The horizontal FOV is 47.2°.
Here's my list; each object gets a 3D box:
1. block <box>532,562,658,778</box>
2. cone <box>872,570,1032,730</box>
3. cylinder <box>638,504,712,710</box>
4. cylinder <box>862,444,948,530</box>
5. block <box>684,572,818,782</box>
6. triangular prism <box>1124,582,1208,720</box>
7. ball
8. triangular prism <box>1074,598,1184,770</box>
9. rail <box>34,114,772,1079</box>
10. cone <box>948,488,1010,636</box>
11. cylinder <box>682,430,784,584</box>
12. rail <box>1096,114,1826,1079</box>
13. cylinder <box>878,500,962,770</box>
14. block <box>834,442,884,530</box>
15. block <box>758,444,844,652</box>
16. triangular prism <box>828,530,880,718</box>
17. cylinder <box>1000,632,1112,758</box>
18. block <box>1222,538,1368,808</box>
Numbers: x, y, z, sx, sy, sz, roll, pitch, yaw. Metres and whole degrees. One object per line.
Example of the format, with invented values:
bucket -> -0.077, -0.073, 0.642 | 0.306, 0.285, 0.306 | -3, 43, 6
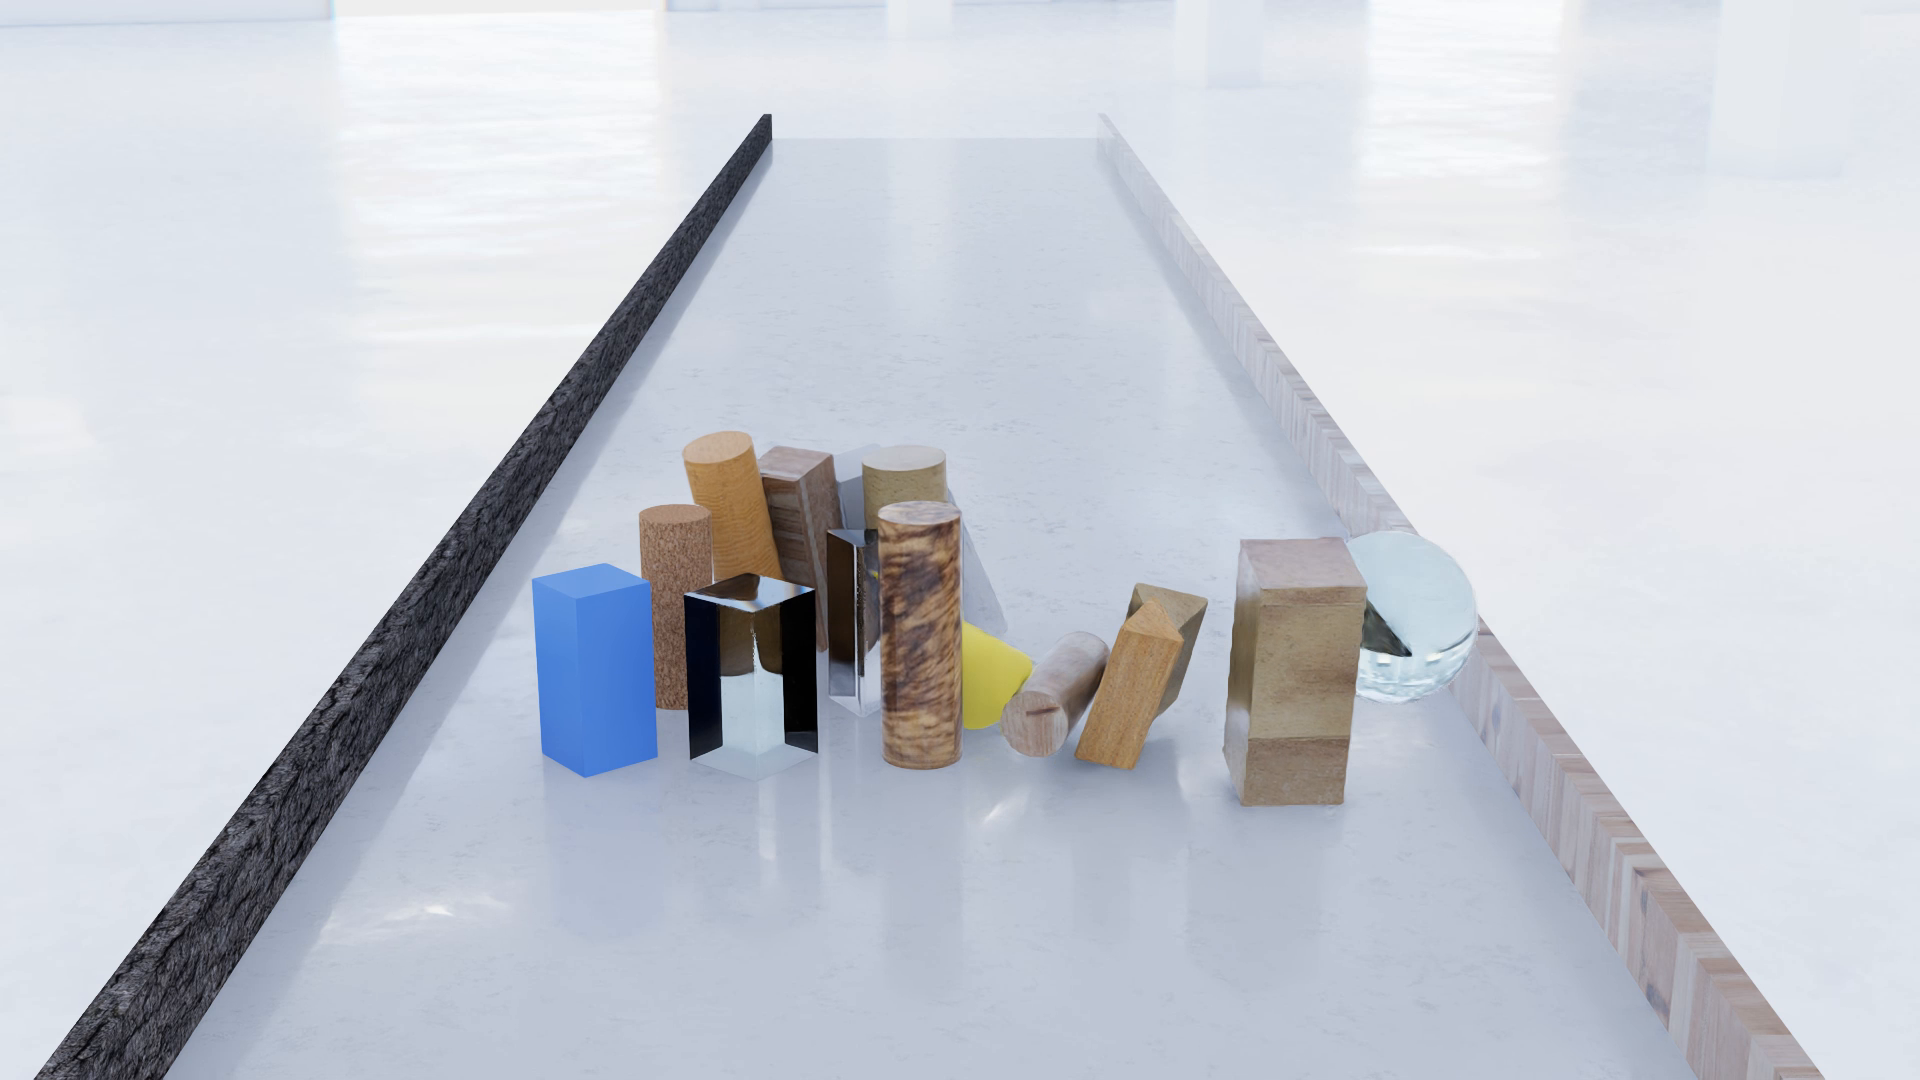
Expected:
block -> -0.644, 0.228, 3.886 | 0.149, 0.328, 0.149 | -13, 21, -38
cone -> -0.047, 0.166, 3.991 | 0.178, 0.361, 0.178 | -31, 32, 22
cylinder -> -0.533, 0.126, 4.159 | 0.133, 0.367, 0.133 | 0, 17, 0
cylinder -> -0.100, 0.038, 4.341 | 0.165, 0.421, 0.165 | -2, 20, 1
block -> -0.367, 0.239, 3.880 | 0.162, 0.310, 0.162 | 12, 21, 36
triangular prism -> 0.332, 0.200, 3.934 | 0.111, 0.316, 0.128 | 39, 59, 20
ball -> 0.762, 0.137, 3.905 | 0.307, 0.307, 0.307 | 0, 17, 0
triangular prism -> 0.290, 0.243, 3.785 | 0.106, 0.333, 0.092 | 12, 43, -4
rail -> -1.118, -0.838, 7.780 | 0.050, 0.150, 12.000 | 0, 17, -1
cone -> 0.002, 0.041, 4.506 | 0.154, 0.309, 0.154 | -9, 11, 2
cylinder -> -0.430, 0.019, 4.326 | 0.137, 0.457, 0.137 | -8, 28, 4
rail -> 0.932, -0.844, 7.801 | 0.050, 0.150, 12.000 | 0, 17, -1
cylinder -> -0.069, 0.168, 3.869 | 0.145, 0.451, 0.145 | 0, 17, 0
block -> -0.184, 0.001, 4.572 | 0.161, 0.349, 0.161 | -19, 23, -24
block -> -0.325, 0.018, 4.453 | 0.135, 0.387, 0.135 | 10, 31, 29
triangular prism -> -0.167, 0.149, 4.145 | 0.113, 0.332, 0.130 | -10, 19, -30
cylinder -> 0.176, 0.270, 3.911 | 0.118, 0.118, 0.374 | 5, 15, 15
block -> 0.558, 0.223, 3.699 | 0.173, 0.419, 0.173 | -1, 27, -5
